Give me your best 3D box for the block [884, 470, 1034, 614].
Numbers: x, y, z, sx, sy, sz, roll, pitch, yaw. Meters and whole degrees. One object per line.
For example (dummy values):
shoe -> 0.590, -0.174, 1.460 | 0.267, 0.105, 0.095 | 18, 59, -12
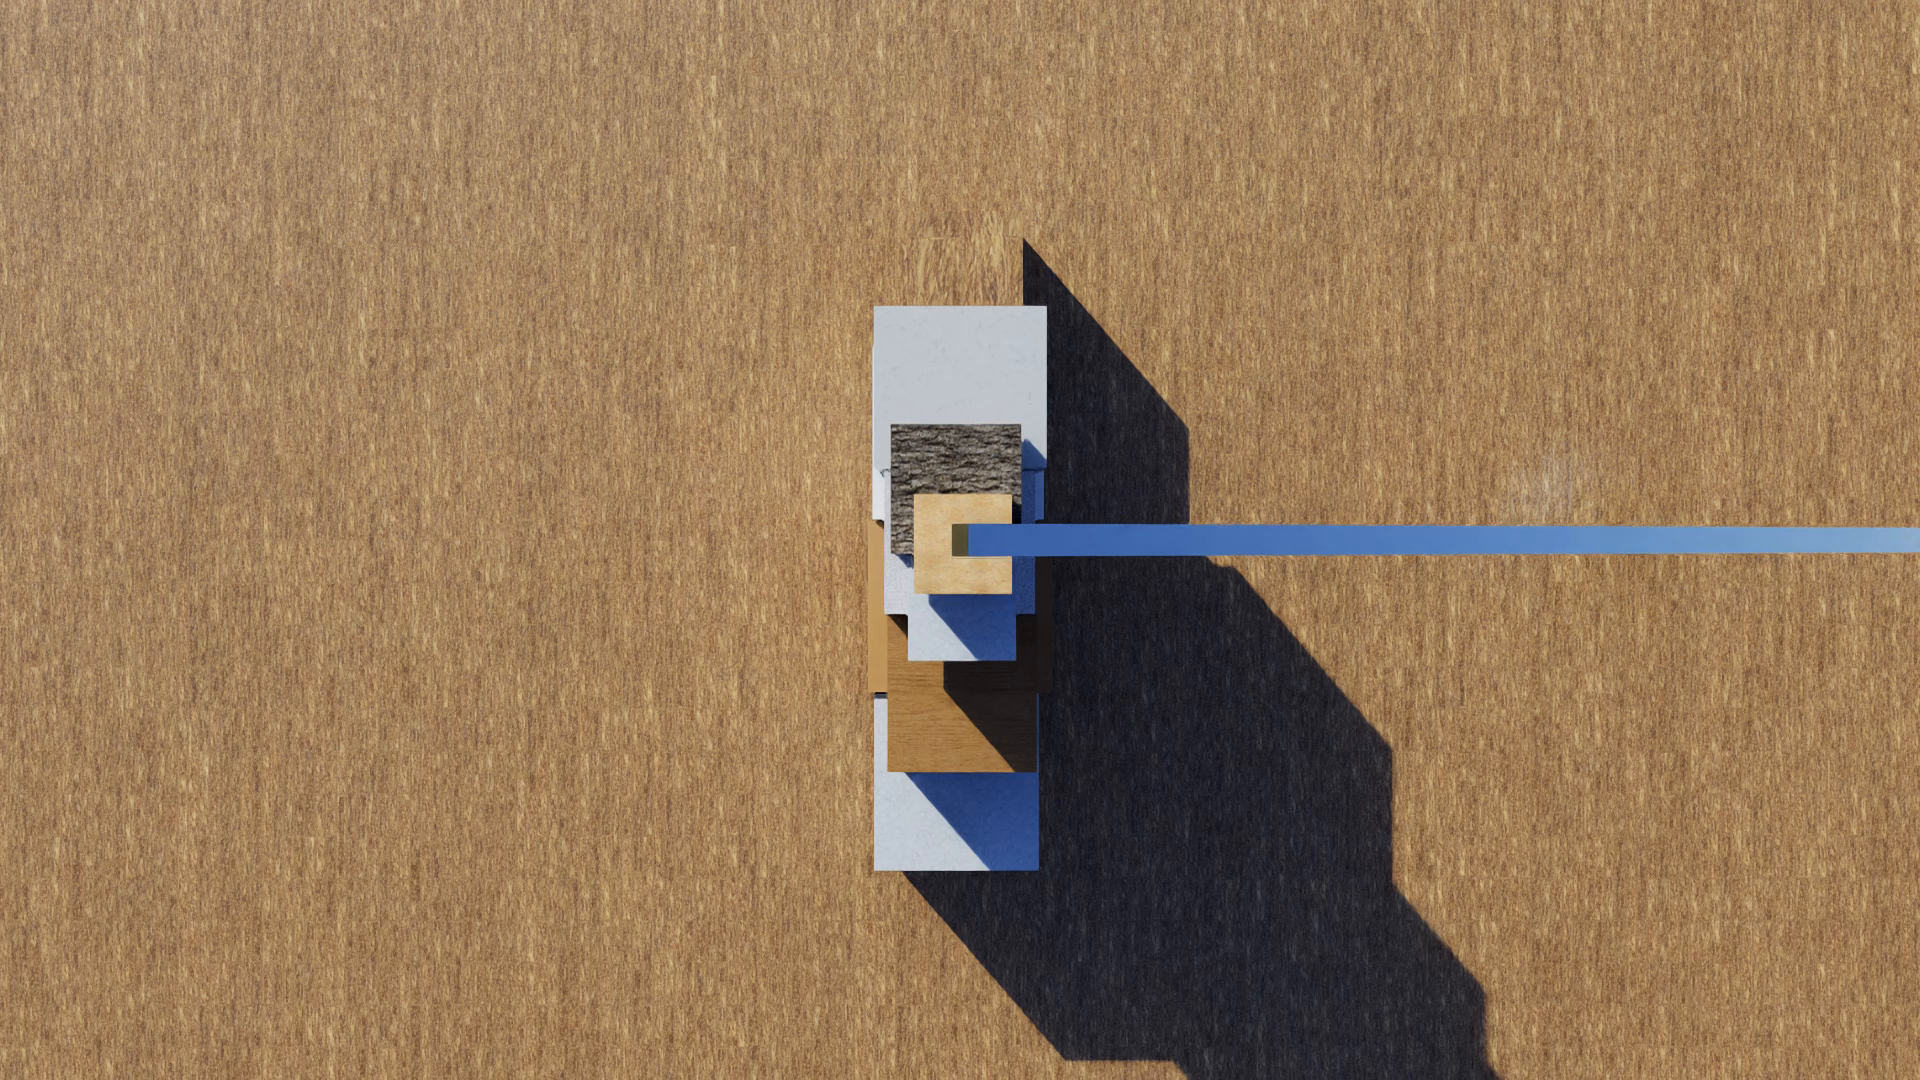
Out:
block -> -0.002, 0.009, 11.640 | 0.769, 0.815, 0.732 | 0, 91, 0

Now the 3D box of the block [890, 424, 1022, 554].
block -> -0.019, -0.252, 10.967 | 0.636, 0.526, 0.631 | 0, 91, 0

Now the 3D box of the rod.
rod -> 2.234, 0.000, 6.671 | 5.200, 0.080, 0.080 | 0, 90, -31

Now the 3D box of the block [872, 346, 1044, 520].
block -> -0.009, -0.587, 12.523 | 0.936, 0.954, 0.947 | 0, 90, 0

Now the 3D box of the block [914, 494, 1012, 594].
block -> 0.014, 0.017, 10.471 | 0.455, 0.470, 0.464 | 0, 91, 0

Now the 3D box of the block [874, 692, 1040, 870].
block -> -0.018, 1.332, 12.553 | 0.907, 0.893, 0.974 | 0, 90, 0

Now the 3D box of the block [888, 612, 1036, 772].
block -> 0.011, 0.790, 11.723 | 0.773, 0.709, 0.820 | 0, 90, 0

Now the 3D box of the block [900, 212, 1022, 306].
block -> 0.010, -1.445, 12.588 | 0.677, 0.824, 0.750 | 0, 90, 0

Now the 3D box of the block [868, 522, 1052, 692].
block -> 0.002, 0.366, 12.539 | 1.014, 0.922, 0.938 | 0, 90, 0

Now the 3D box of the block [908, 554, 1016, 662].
block -> 0.011, 0.332, 10.998 | 0.528, 0.476, 0.516 | 0, 91, 0

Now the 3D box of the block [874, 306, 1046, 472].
block -> 0.002, -0.786, 11.660 | 0.885, 0.771, 0.829 | 0, 90, 0
